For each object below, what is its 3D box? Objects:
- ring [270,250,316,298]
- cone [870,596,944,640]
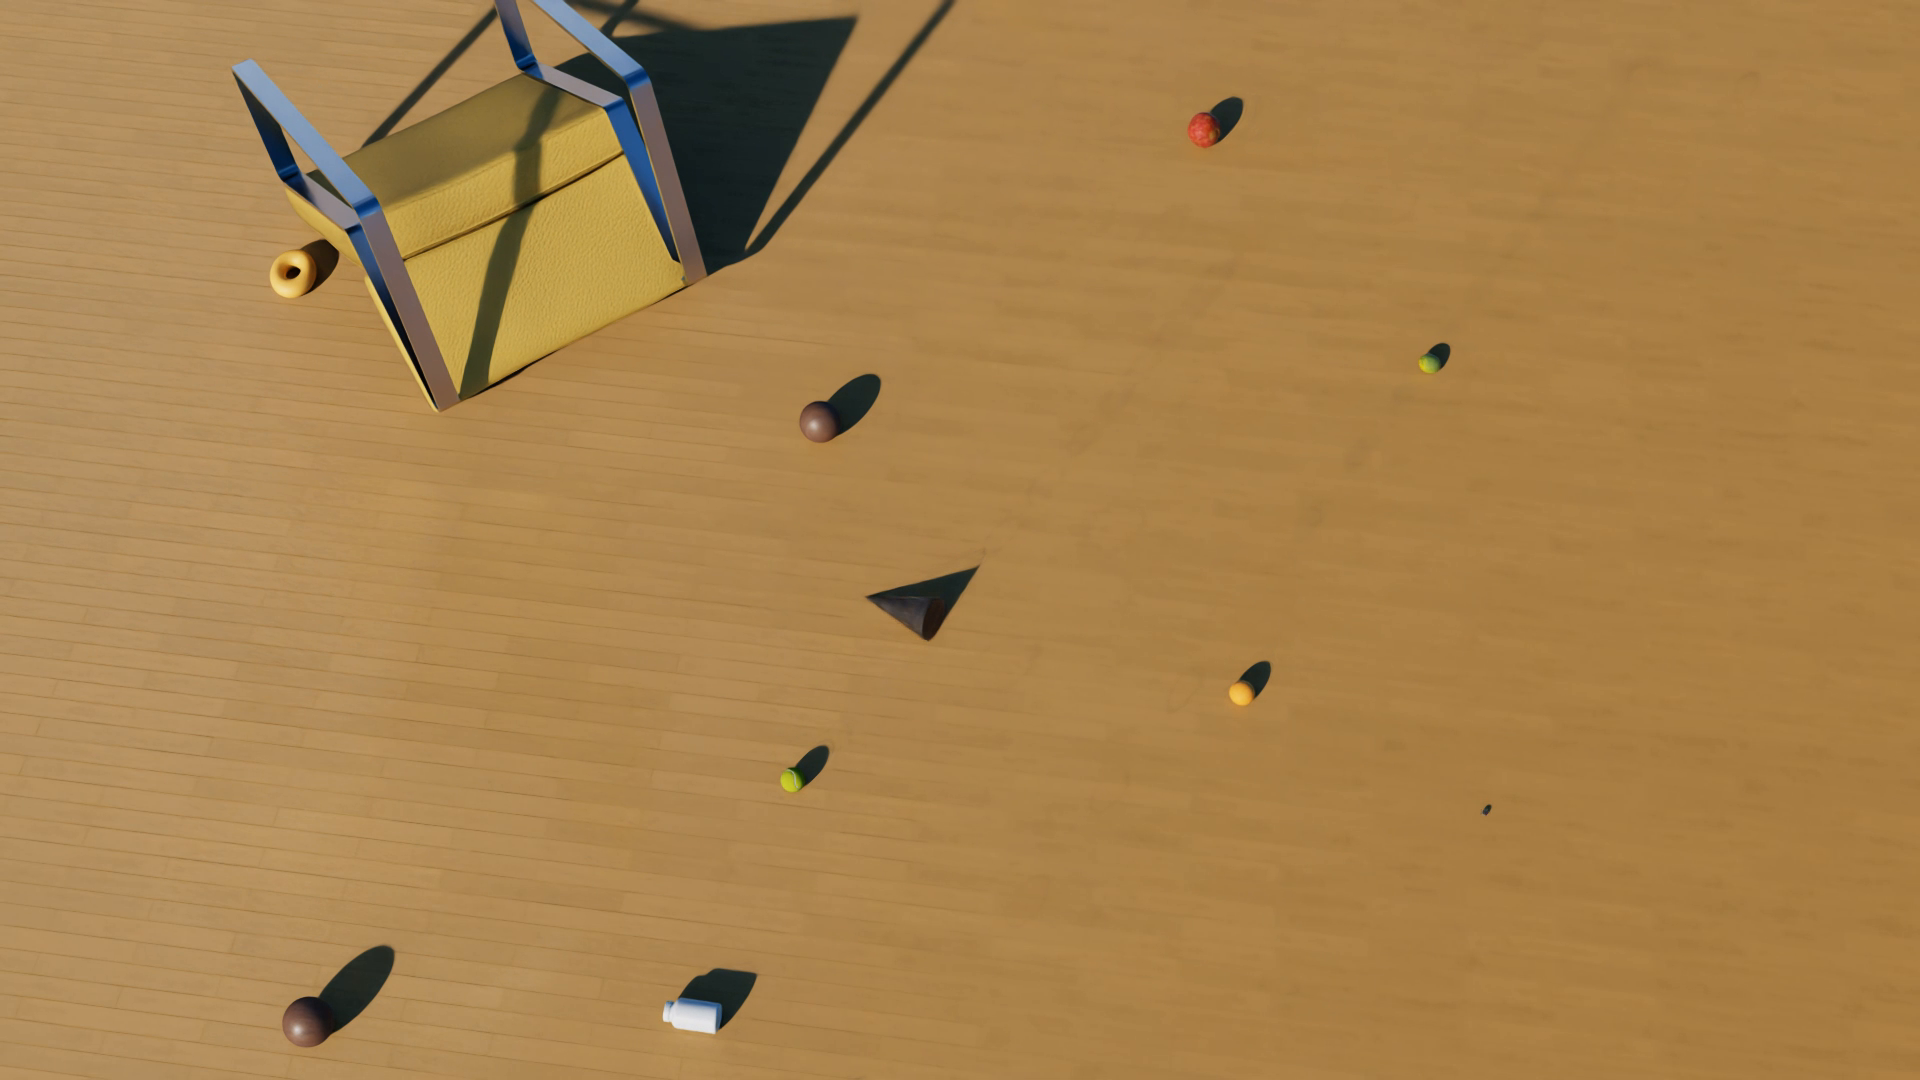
[{"bbox_3d":[-2.157,-0.862,7.117,0.147,0.060,0.192,-2,55,-3],"label":"ring"},{"bbox_3d":[-0.180,0.197,6.409,0.242,0.112,0.131,16,69,31],"label":"cone"}]
